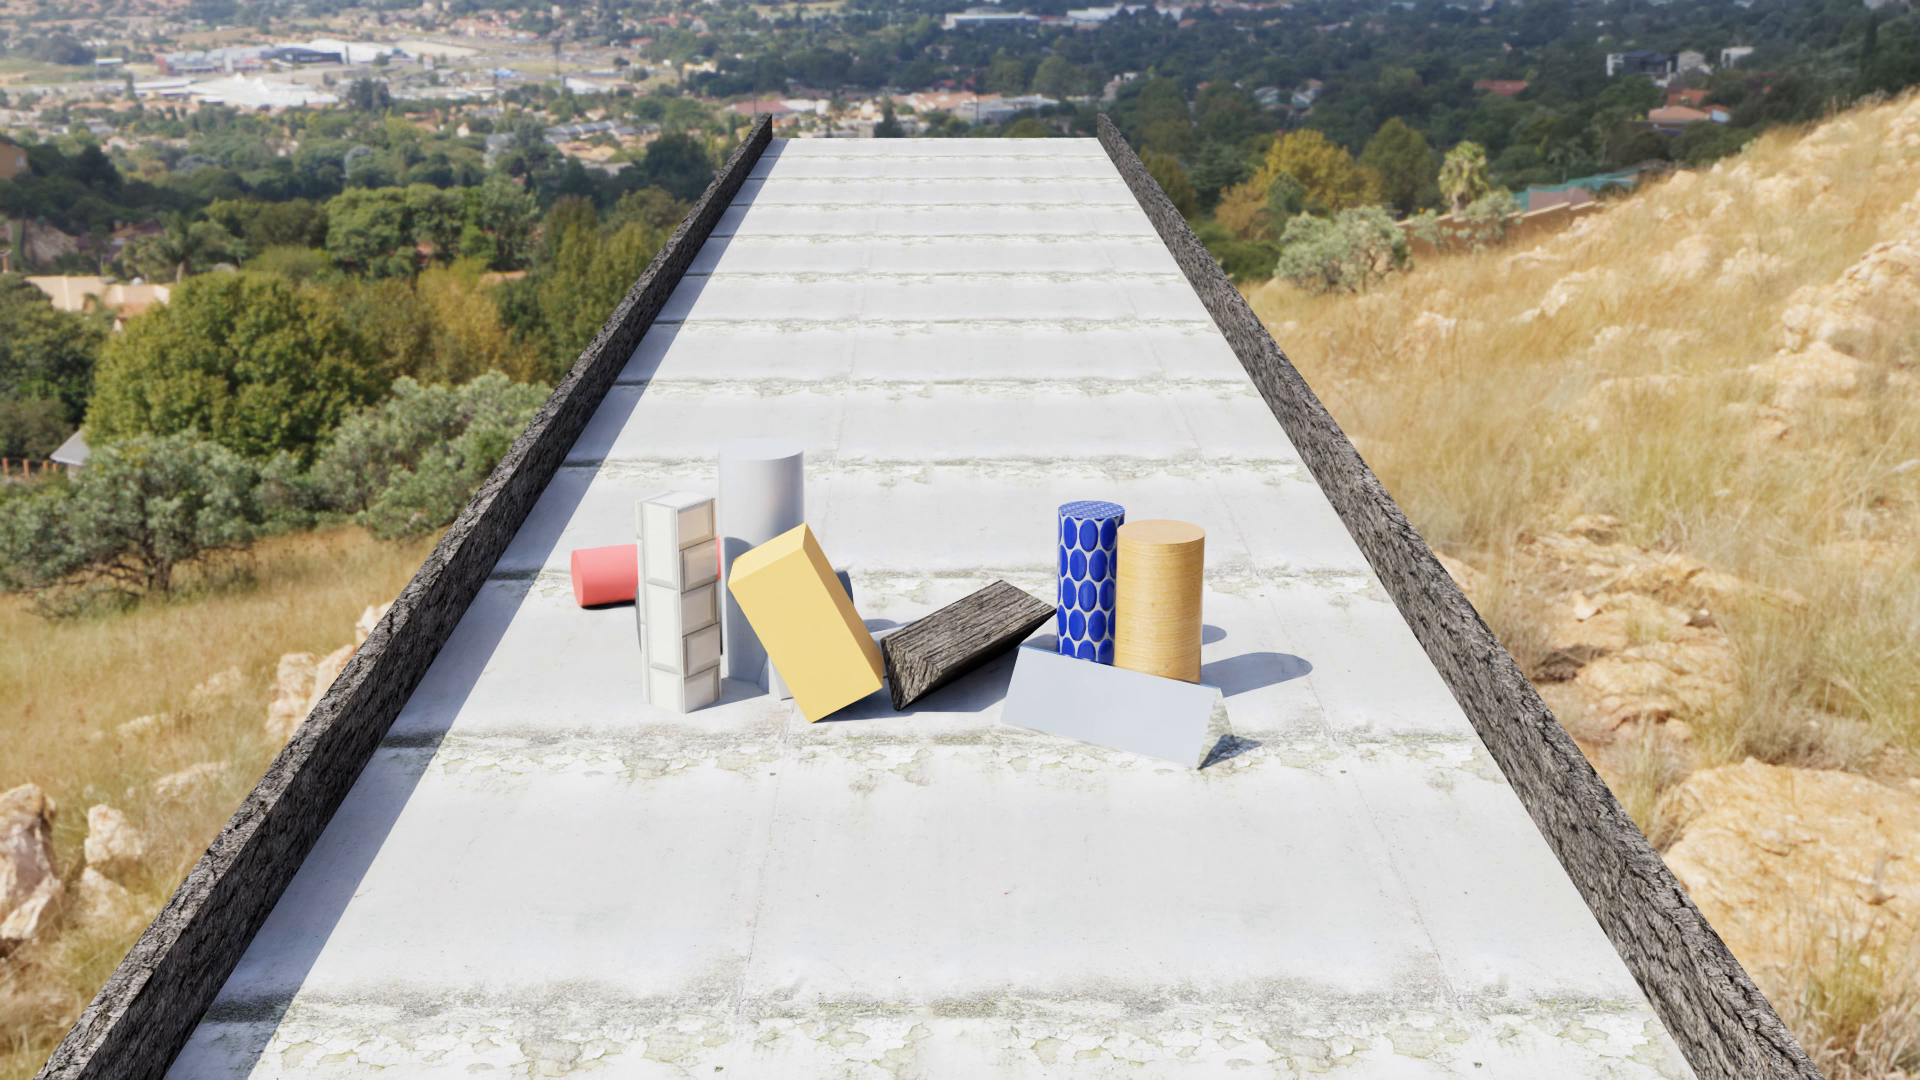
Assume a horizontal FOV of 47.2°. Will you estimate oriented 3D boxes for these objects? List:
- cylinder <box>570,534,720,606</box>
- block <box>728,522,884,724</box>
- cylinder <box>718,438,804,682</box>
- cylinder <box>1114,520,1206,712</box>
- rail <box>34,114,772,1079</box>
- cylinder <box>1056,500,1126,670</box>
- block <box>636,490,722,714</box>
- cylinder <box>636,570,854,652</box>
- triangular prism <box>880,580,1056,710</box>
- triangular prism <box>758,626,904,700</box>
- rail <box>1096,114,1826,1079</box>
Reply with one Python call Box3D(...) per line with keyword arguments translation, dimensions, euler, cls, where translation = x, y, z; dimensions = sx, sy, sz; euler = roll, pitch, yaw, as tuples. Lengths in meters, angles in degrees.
Box3D(translation=(-0.653, 0.063, 4.796), dimensions=(0.369, 0.123, 0.123), euler=(-6, 18, -20), cls="cylinder")
Box3D(translation=(-0.284, 0.154, 4.100), dimensions=(0.154, 0.308, 0.154), euler=(-27, 16, 7), cls="block")
Box3D(translation=(-0.385, 0.039, 4.301), dimensions=(0.166, 0.451, 0.166), euler=(0, 17, 0), cls="cylinder")
Box3D(translation=(0.378, 0.142, 4.173), dimensions=(0.165, 0.329, 0.165), euler=(0, 17, 0), cls="cylinder")
Box3D(translation=(-1.118, -0.838, 7.780), dimensions=(0.050, 0.150, 12.000), euler=(0, 17, -1), cls="rail")
Box3D(translation=(0.259, 0.090, 4.374), dimensions=(0.133, 0.313, 0.133), euler=(0, 17, 0), cls="cylinder")
Box3D(translation=(-0.529, 0.115, 4.140), dimensions=(0.104, 0.398, 0.104), euler=(11, 20, 34), cls="block")
Box3D(translation=(-0.439, 0.147, 4.486), dimensions=(0.427, 0.140, 0.140), euler=(-4, 17, -14), cls="cylinder")
Box3D(translation=(0.002, 0.182, 4.284), dimensions=(0.142, 0.123, 0.429), euler=(-42, -10, 35), cls="triangular prism")
Box3D(translation=(-0.236, 0.232, 4.299), dimensions=(0.312, 0.079, 0.091), euler=(-10, 20, -31), cls="triangular prism")
Box3D(translation=(0.932, -0.844, 7.801), dimensions=(0.050, 0.150, 12.000), euler=(0, 17, -1), cls="rail")
